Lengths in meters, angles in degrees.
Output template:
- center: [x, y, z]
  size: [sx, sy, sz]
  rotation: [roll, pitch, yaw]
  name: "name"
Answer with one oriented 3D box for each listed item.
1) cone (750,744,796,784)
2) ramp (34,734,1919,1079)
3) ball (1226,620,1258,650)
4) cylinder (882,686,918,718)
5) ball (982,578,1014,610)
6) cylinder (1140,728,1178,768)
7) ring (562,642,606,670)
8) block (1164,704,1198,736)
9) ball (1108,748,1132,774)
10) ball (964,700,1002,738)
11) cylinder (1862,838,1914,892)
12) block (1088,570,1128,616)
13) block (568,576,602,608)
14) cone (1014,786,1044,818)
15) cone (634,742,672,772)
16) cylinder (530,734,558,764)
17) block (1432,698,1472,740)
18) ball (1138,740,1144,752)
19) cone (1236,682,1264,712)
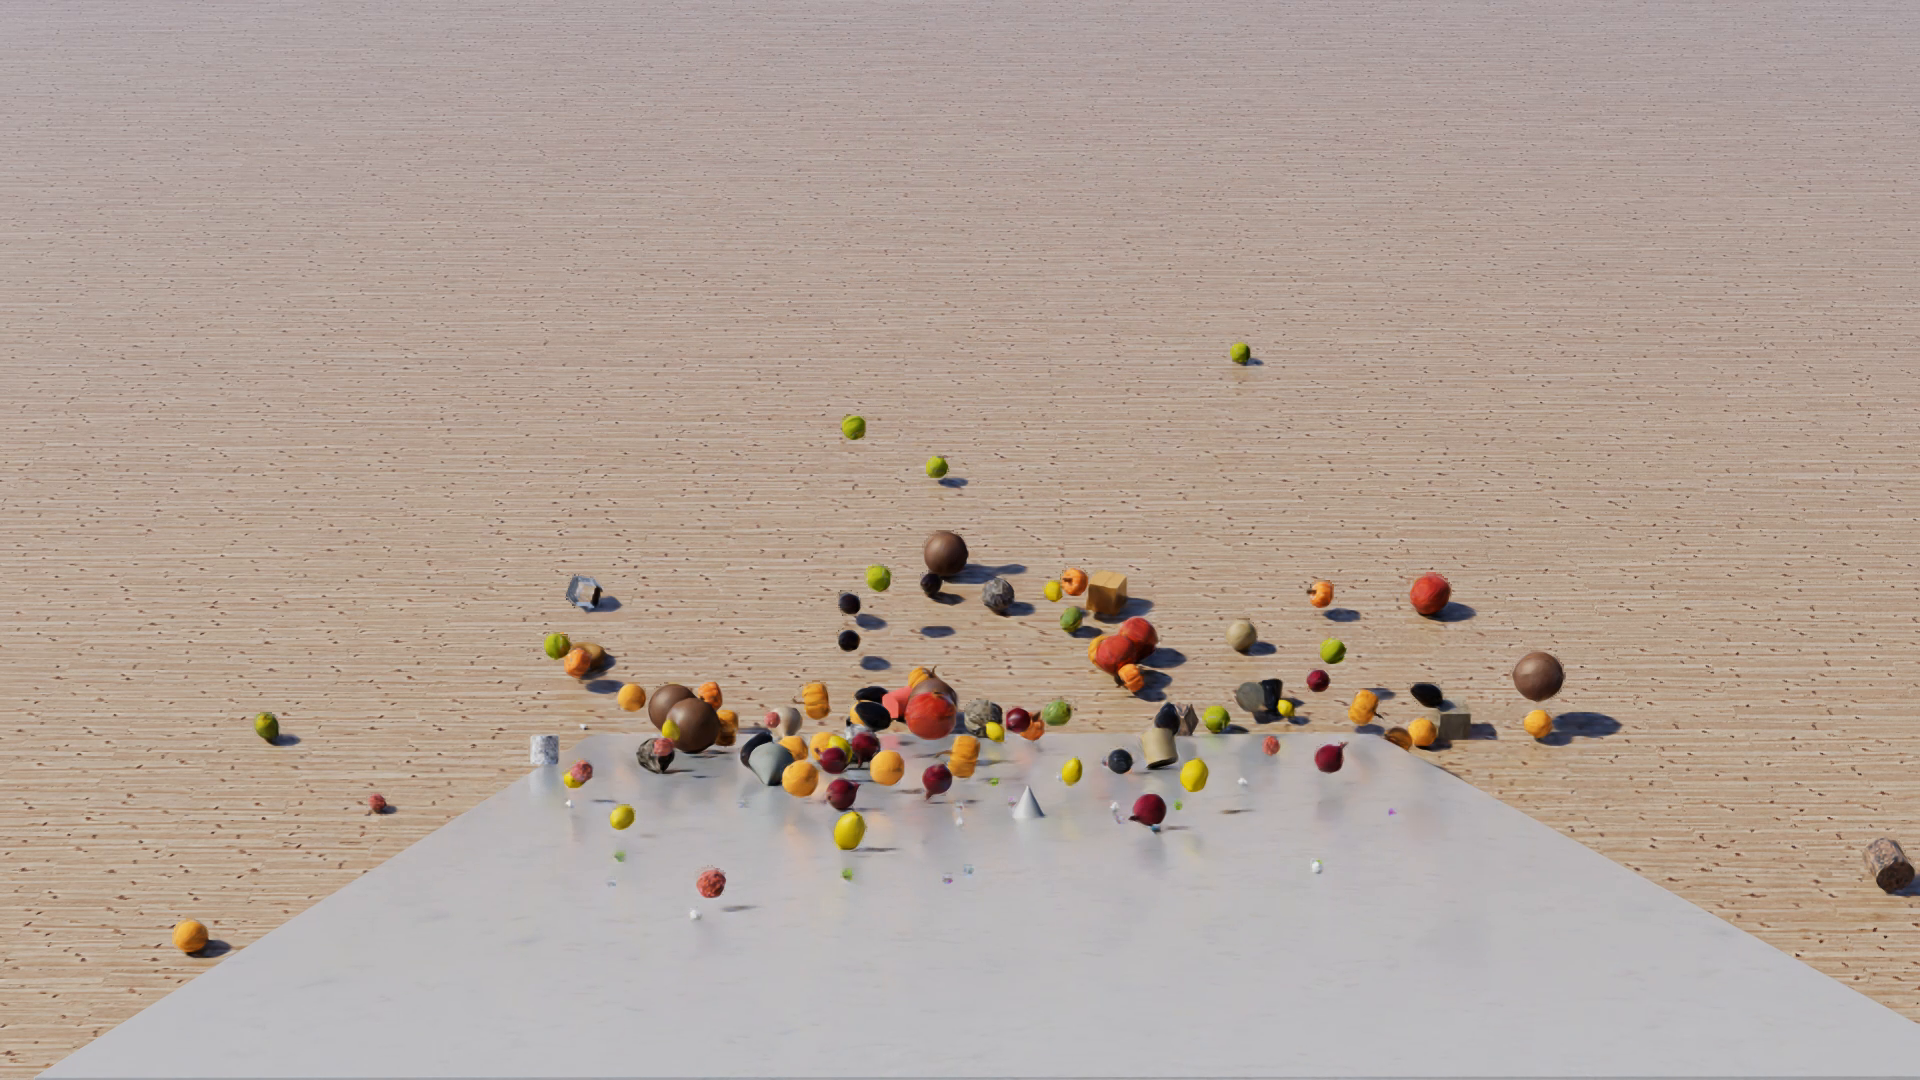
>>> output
- center: [-0.397, 0.489, 5.384]
  size: [0.096, 0.096, 0.096]
  rotation: [3, 21, 5]
  name: "cone"
- center: [0.063, 0.569, 4.609]
  size: [2.000, 0.100, 4.000]
  rotation: [0, 1, 0]
  name: "ramp"
- center: [0.778, 0.263, 7.144]
  size: [0.085, 0.085, 0.085]
  rotation: [0, 28, 0]
  name: "ball"
- center: [-0.158, 0.430, 6.843]
  size: [0.069, 0.069, 0.069]
  rotation: [-20, 34, -39]
  name: "cylinder"
- center: [0.107, 0.155, 7.338]
  size: [0.092, 0.092, 0.092]
  rotation: [0, 28, 0]
  name: "ball"
- center: [0.441, 0.459, 5.711]
  size: [0.072, 0.072, 0.072]
  rotation: [-7, 72, -13]
  name: "cylinder"
- center: [-1.031, 0.318, 7.089]
  size: [0.117, 0.039, 0.117]
  rotation: [-1, 27, 0]
  name: "ring"
- center: [0.556, 0.454, 6.500]
  size: [0.058, 0.058, 0.058]
  rotation: [-6, 30, 31]
  name: "block"
- center: [0.347, 0.480, 5.602]
  size: [0.054, 0.054, 0.054]
  rotation: [0, 28, 0]
  name: "ball"
- center: [0.058, 0.450, 6.489]
  size: [0.095, 0.095, 0.095]
  rotation: [0, 28, 0]
  name: "ball"
- center: [2.212, 0.773, 6.155]
  size: [0.090, 0.090, 0.090]
  rotation: [-2, 31, -3]
  name: "cylinder"
- center: [0.419, 0.149, 7.354]
  size: [0.087, 0.087, 0.087]
  rotation: [12, 30, 21]
  name: "block"
- center: [-1.069, 0.147, 7.360]
  size: [0.064, 0.064, 0.064]
  rotation: [11, 17, -39]
  name: "block"
- center: [0.127, 0.486, 4.825]
  size: [0.060, 0.060, 0.060]
  rotation: [0, 1, 0]
  name: "cone"
- center: [-0.657, 0.489, 5.631]
  size: [0.084, 0.084, 0.084]
  rotation: [-13, 11, -23]
  name: "cone"
- center: [-0.942, 0.474, 5.853]
  size: [0.062, 0.062, 0.062]
  rotation: [0, 1, 0]
  name: "cylinder"
- center: [1.287, 0.468, 6.764]
  size: [0.081, 0.081, 0.081]
  rotation: [-1, 28, -2]
  name: "block"
- center: [0.445, 0.475, 6.041]
  size: [0.054, 0.054, 0.054]
  rotation: [0, 28, 0]
  name: "ball"
- center: [0.751, 0.414, 6.838]
  size: [0.082, 0.082, 0.082]
  rotation: [-11, 2, -19]
  name: "cone"
